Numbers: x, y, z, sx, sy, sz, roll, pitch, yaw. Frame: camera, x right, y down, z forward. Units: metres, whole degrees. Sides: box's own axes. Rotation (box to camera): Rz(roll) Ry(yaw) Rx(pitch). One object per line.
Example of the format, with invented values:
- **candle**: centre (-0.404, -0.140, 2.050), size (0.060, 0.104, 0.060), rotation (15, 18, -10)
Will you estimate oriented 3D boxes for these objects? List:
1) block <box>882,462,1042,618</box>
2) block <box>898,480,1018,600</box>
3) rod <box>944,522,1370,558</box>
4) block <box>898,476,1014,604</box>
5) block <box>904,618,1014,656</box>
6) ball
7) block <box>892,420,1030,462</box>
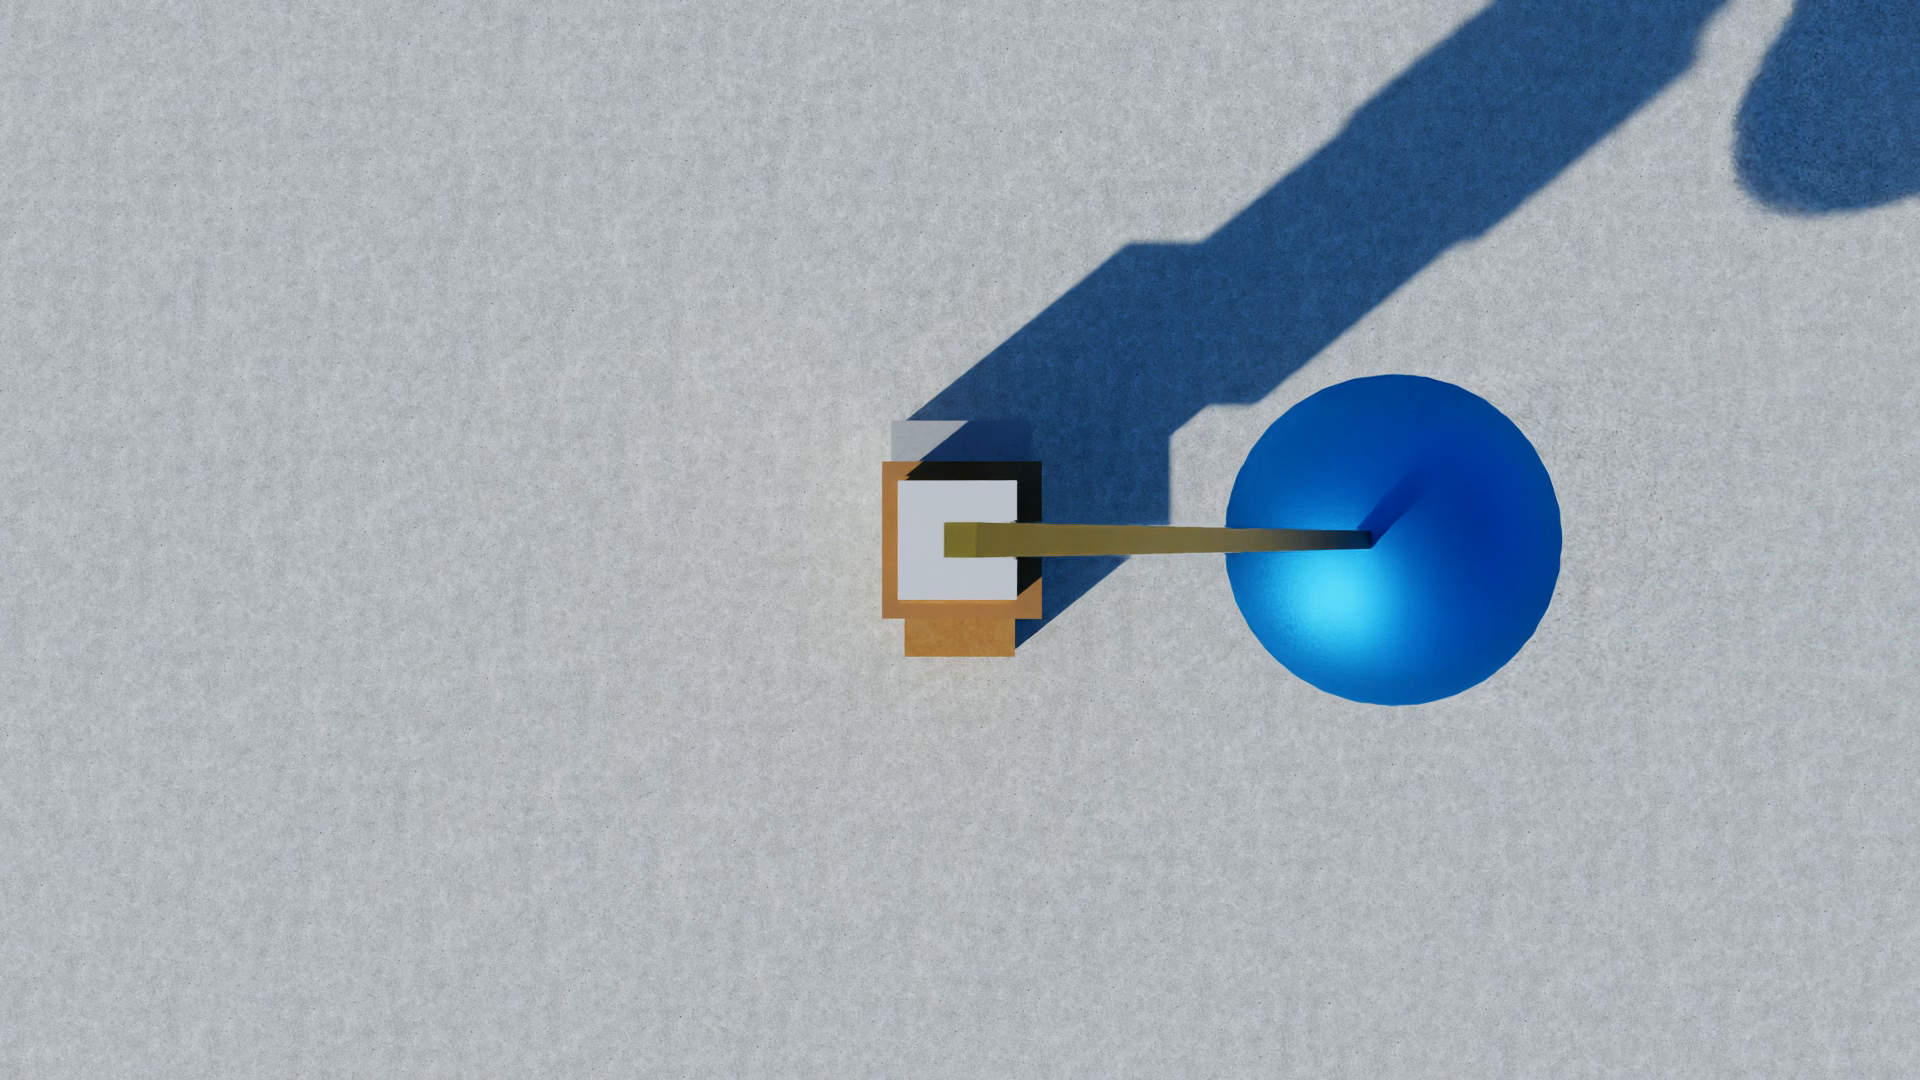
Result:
- **block**: centre (0.009, 0.000, 11.000), size (0.769, 0.816, 0.758), rotation (0, 90, 0)
- **block**: centre (-0.011, 0.000, 9.844), size (0.519, 0.495, 0.519), rotation (0, 90, 0)
- **rod**: centre (0.899, 0.000, 7.398), size (0.080, 5.200, 0.080), rotation (0, 90, 20)
- **block**: centre (-0.018, 0.000, 10.342), size (0.534, 0.500, 0.585), rotation (0, 90, 0)
- **block**: centre (-0.001, 0.372, 12.718), size (0.625, 0.564, 0.577), rotation (0, 90, 0)
- **ball**: centre (2.074, 0.000, 10.588), size (1.600, 1.600, 1.600), rotation (0, 90, 0)
- **block**: centre (0.004, -0.293, 12.585), size (0.767, 0.831, 0.734), rotation (0, 90, 0)
